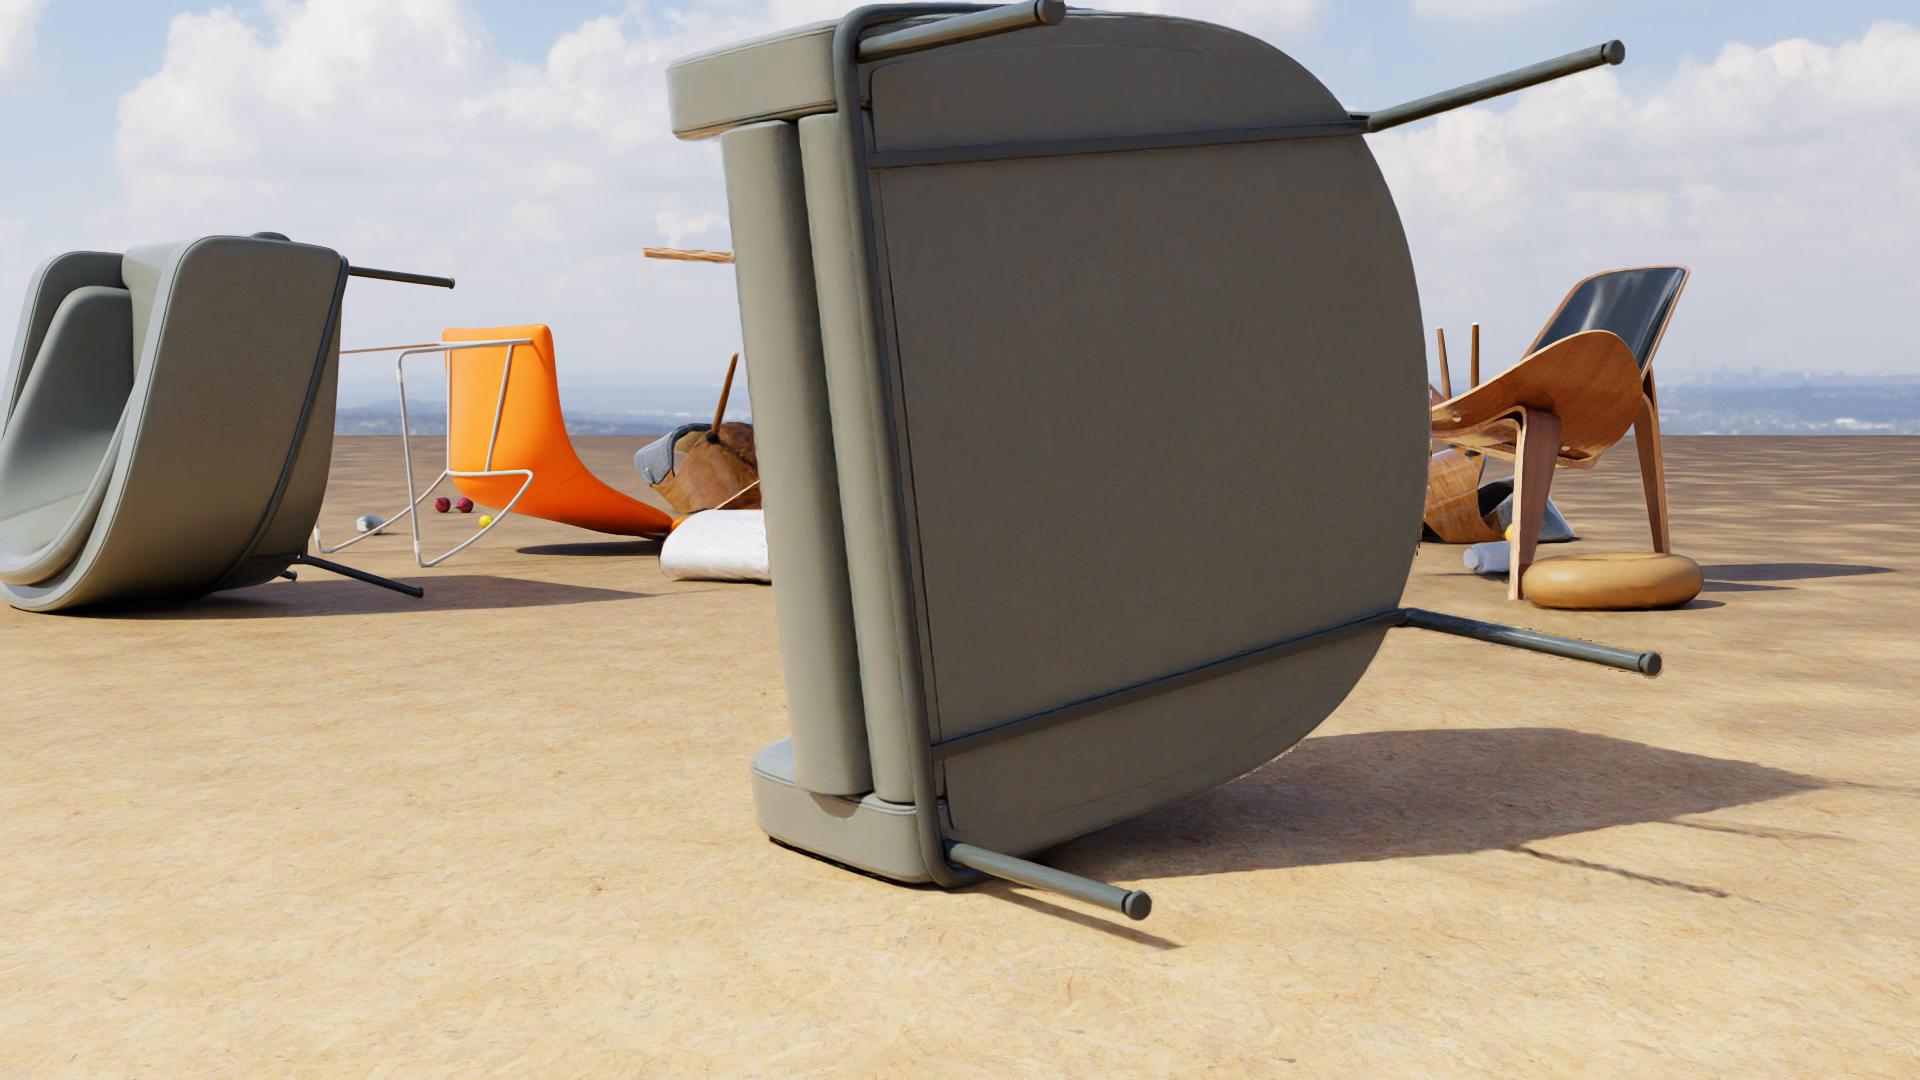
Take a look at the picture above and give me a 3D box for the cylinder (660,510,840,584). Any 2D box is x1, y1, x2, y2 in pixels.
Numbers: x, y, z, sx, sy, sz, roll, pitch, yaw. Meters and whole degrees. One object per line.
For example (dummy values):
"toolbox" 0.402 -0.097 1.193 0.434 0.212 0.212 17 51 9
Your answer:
"cylinder" -0.494 0.013 5.206 0.296 0.146 0.329 2 16 27

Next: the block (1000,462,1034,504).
"block" 0.175 -0.228 8.714 0.166 0.158 0.265 -1 4 -16

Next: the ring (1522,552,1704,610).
"ring" 1.354 0.085 4.560 0.413 0.104 0.266 -2 4 -22

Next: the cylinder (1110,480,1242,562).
"cylinder" 0.569 -0.051 5.787 0.247 0.206 0.258 3 -1 37

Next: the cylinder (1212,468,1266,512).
"cylinder" 1.022 -0.184 8.059 0.186 0.148 0.094 34 -3 -12

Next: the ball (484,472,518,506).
"ball" -1.756 -0.192 8.406 0.129 0.129 0.129 0 4 0
